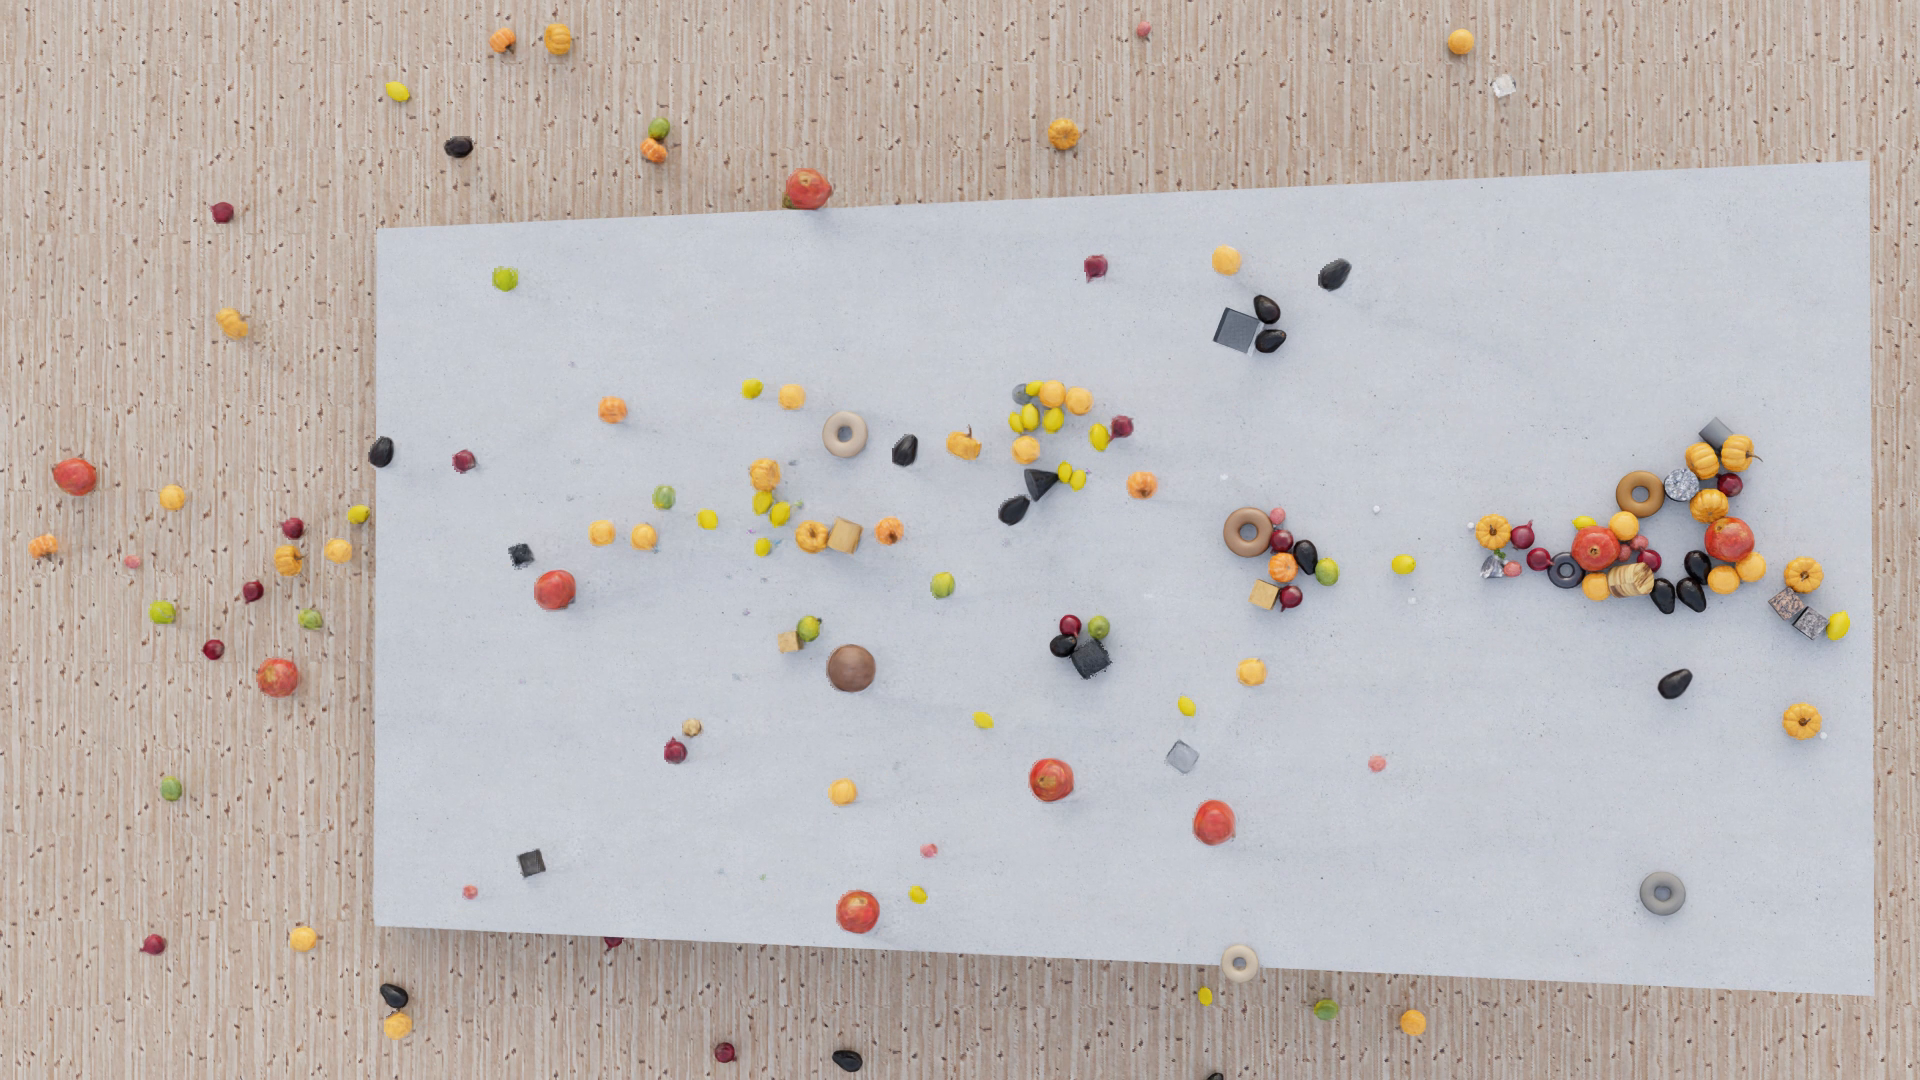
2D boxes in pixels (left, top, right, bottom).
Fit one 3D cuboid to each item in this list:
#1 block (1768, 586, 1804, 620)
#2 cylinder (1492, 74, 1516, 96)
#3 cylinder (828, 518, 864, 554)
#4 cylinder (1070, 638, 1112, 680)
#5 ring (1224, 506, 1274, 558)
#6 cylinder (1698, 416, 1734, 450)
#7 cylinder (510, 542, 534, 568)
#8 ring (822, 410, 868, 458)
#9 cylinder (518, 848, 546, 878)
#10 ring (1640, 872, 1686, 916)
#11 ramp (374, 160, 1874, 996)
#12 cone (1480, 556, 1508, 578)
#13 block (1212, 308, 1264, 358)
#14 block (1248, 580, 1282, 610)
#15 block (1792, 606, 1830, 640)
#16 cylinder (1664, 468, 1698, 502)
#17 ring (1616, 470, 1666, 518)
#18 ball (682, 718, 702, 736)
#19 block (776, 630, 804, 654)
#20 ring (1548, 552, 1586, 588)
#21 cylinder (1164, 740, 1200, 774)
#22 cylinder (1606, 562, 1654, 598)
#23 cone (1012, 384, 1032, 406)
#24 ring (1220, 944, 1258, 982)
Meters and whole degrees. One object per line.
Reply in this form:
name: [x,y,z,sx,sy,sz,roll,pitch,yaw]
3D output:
block: [1.986,0.153,5.286,0.058,0.058,0.058,-39,80,11]
cylinder: [1.587,-1.323,6.404,0.050,0.050,0.050,-20,89,-4]
cylinder: [-0.308,-0.011,5.901,0.077,0.077,0.077,22,95,0]
cylinder: [0.340,0.308,5.720,0.078,0.078,0.078,-33,89,15]
ring: [0.739,-0.020,5.635,0.131,0.044,0.131,0,90,14]
cylinder: [1.833,-0.258,5.333,0.059,0.059,0.059,41,89,19]
cylinder: [-1.229,0.042,6.163,0.053,0.053,0.053,-20,84,0]
ring: [-0.310,-0.284,5.924,0.128,0.043,0.128,-1,88,14]
cylinder: [-1.194,0.902,6.133,0.063,0.063,0.063,-18,84,0]
ring: [1.713,0.862,5.361,0.107,0.036,0.107,-1,88,16]
ramp: [0.266,0.097,5.836,4.000,0.100,2.000,0,89,15]
cone: [1.341,0.079,5.477,0.064,0.064,0.064,23,89,-12]
block: [0.712,-0.532,5.624,0.093,0.093,0.093,22,95,14]
block: [0.778,0.139,5.613,0.060,0.060,0.060,23,95,14]
block: [2.039,0.200,5.271,0.058,0.058,0.058,38,99,13]
cylinder: [1.751,-0.133,5.343,0.078,0.078,0.078,0,89,15]
ring: [1.667,-0.112,5.387,0.117,0.039,0.117,0,91,16]
ball: [-0.733,0.513,6.022,0.052,0.052,0.052,0,89,0]
block: [-0.459,0.275,5.951,0.052,0.052,0.052,-11,86,15]
ring: [1.498,0.075,5.434,0.092,0.031,0.092,-1,88,15]
cylinder: [0.572,0.559,5.659,0.066,0.066,0.066,36,89,13]
cylinder: [1.632,0.098,5.356,0.079,0.079,0.079,7,78,-36]
cone: [0.158,-0.386,5.790,0.058,0.058,0.058,0,89,15]
ring: [0.716,1.085,5.630,0.098,0.033,0.098,0,90,15]
